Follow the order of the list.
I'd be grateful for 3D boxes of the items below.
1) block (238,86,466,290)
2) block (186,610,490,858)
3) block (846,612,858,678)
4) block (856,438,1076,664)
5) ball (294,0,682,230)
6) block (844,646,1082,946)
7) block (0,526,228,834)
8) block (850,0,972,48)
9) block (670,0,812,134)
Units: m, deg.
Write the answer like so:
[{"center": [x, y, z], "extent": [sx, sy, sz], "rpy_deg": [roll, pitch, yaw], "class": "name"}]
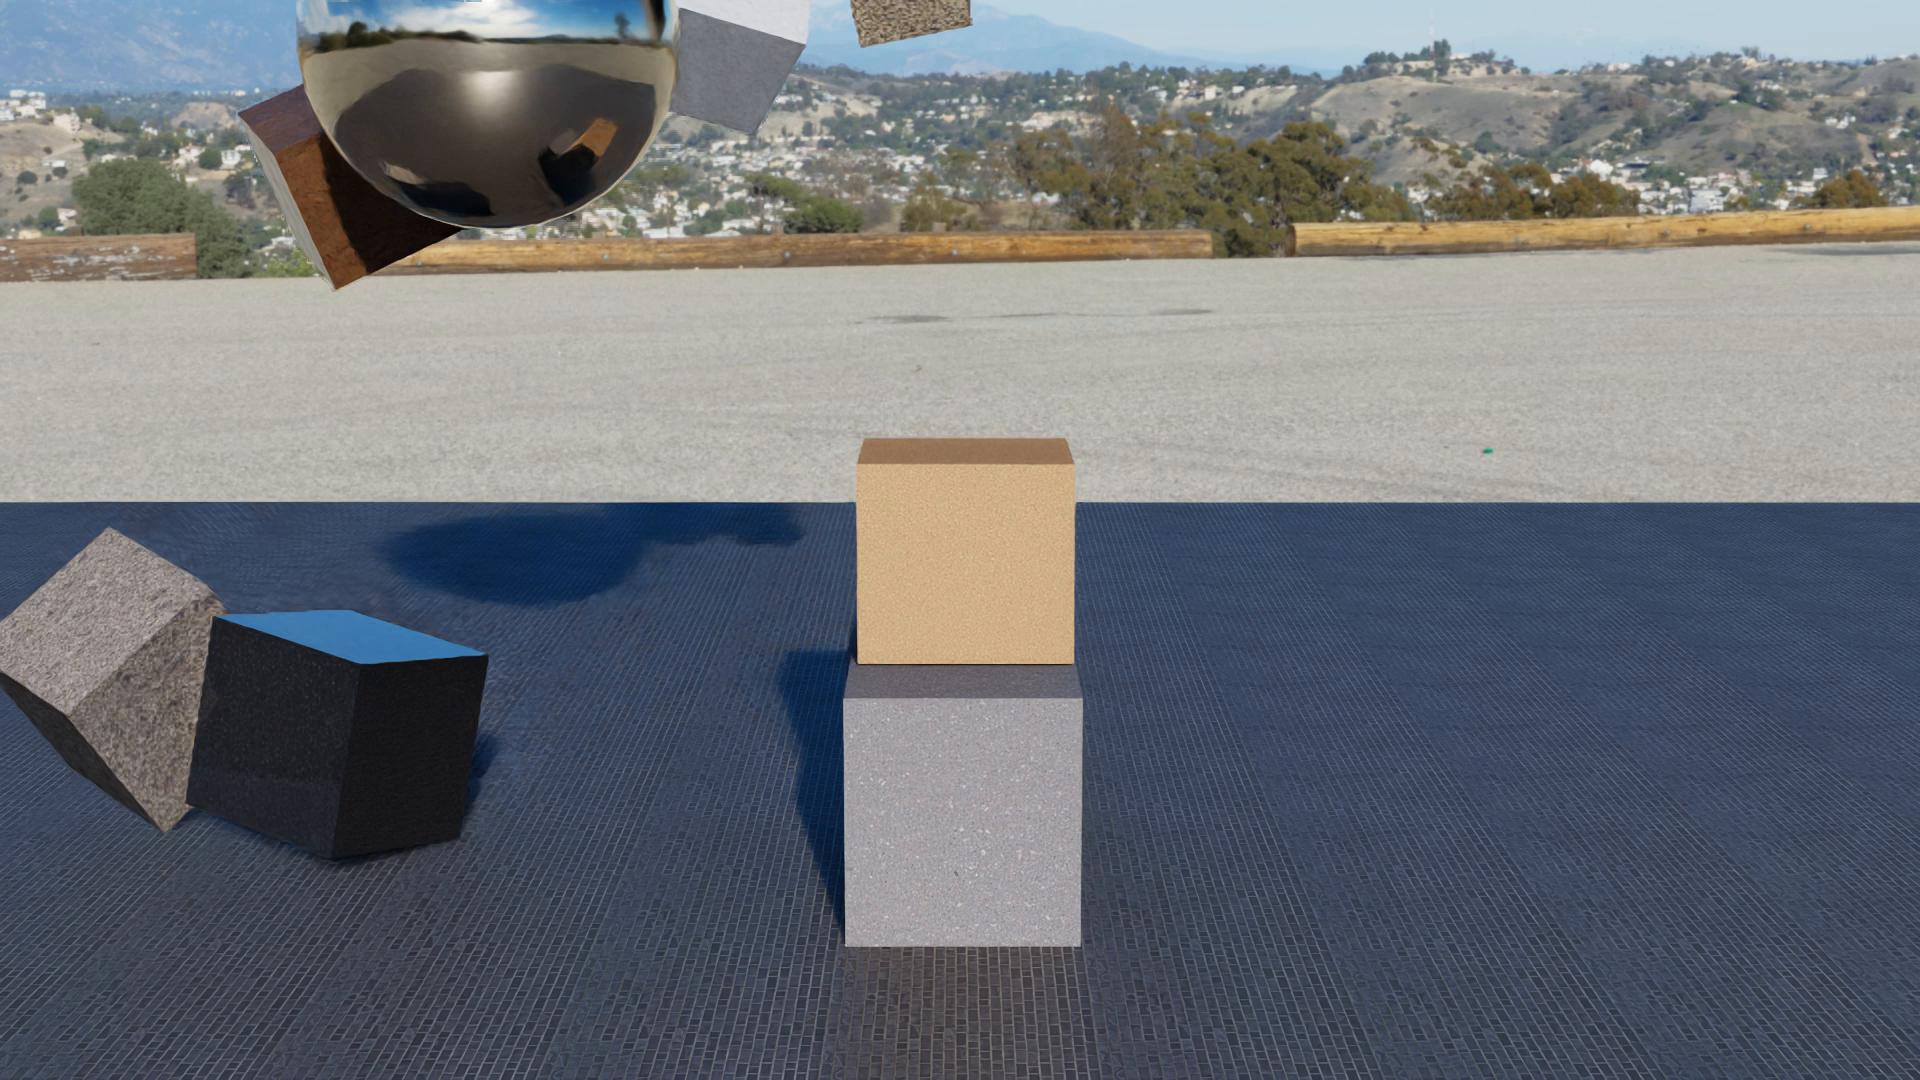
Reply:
[{"center": [-2.853, -1.740, 12.072], "extent": [0.690, 0.717, 0.692], "rpy_deg": [-28, 34, -15], "class": "block"}, {"center": [-2.832, 0.858, 11.689], "extent": [0.906, 0.873, 0.835], "rpy_deg": [14, 8, 29], "class": "block"}, {"center": [-0.016, 0.912, 11.846], "extent": [0.970, 0.967, 1.033], "rpy_deg": [0, 10, 0], "class": "block"}, {"center": [0.023, 0.031, 11.214], "extent": [0.913, 0.850, 0.913], "rpy_deg": [0, 9, 0], "class": "block"}, {"center": [-1.974, -2.110, 10.797], "extent": [1.600, 1.600, 1.600], "rpy_deg": [0, 10, 0], "class": "ball"}, {"center": [0.012, 1.058, 10.839], "extent": [0.959, 1.039, 0.971], "rpy_deg": [0, 10, 0], "class": "block"}, {"center": [-3.872, 0.653, 12.066], "extent": [0.842, 0.890, 0.849], "rpy_deg": [23, 60, 37], "class": "block"}, {"center": [-0.247, -2.527, 11.200], "extent": [0.495, 0.493, 0.524], "rpy_deg": [-10, 34, 4], "class": "block"}, {"center": [-1.116, -2.476, 11.857], "extent": [0.667, 0.769, 0.751], "rpy_deg": [13, -29, -18], "class": "block"}]
